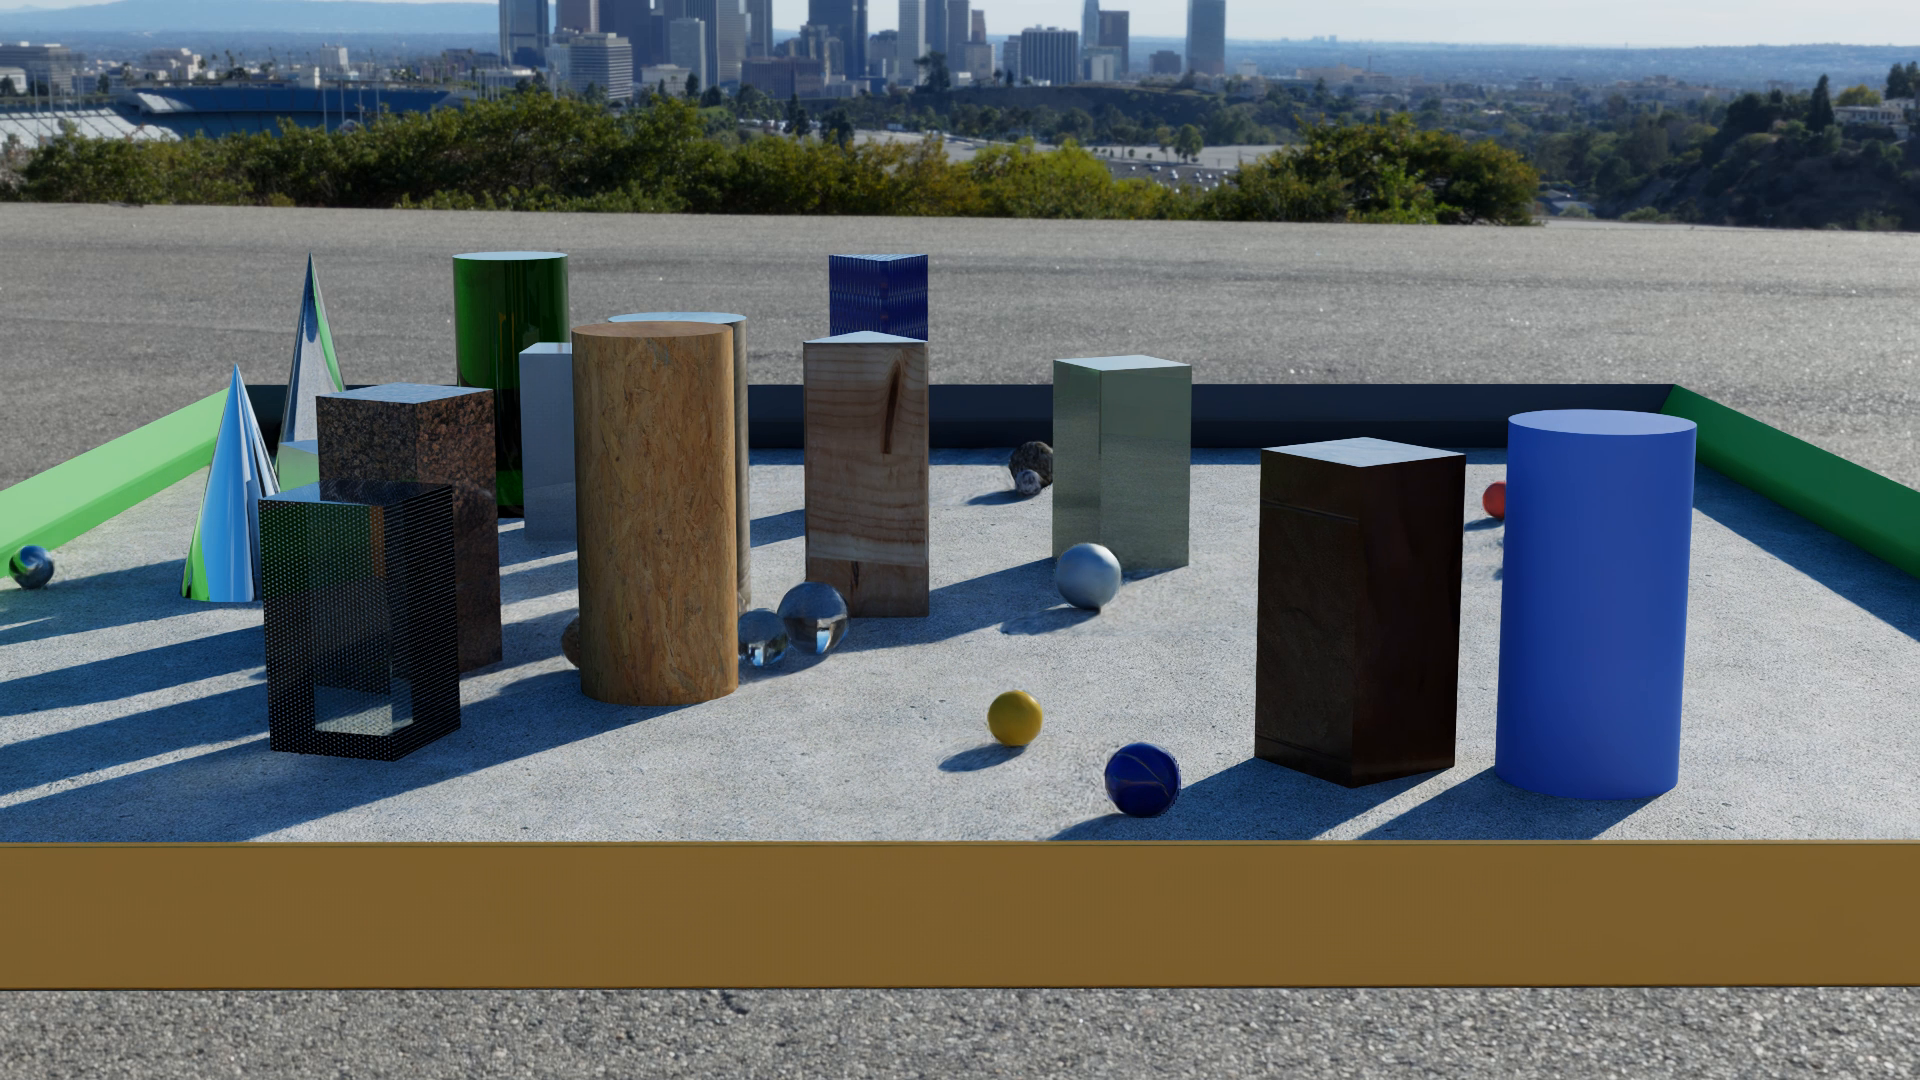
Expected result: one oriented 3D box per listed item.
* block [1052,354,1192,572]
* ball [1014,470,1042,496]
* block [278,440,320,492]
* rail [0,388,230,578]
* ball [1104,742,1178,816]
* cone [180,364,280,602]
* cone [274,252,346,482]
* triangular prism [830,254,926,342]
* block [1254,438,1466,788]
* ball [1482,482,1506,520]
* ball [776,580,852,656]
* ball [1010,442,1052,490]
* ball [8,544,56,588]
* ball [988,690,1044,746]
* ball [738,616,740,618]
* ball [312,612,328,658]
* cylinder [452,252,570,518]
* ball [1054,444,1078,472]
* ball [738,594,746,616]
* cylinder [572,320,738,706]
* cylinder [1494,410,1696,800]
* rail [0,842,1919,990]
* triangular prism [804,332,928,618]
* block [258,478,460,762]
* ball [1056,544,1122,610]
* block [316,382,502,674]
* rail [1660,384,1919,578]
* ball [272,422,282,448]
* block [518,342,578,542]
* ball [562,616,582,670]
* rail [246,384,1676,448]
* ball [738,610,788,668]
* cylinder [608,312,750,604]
[{"bbox_3d":[0.235,-0.113,3.753,0.148,0.294,0.148,-5,12,-25],"label":"block"},{"bbox_3d":[0.115,-0.096,4.336,0.046,0.046,0.046,0,11,0],"label":"ball"},{"bbox_3d":[-0.785,-0.008,3.349,0.148,0.235,0.148,-8,13,-37],"label":"block"},{"bbox_3d":[-1.343,0.032,3.442,0.045,0.120,2.895,0,11,0],"label":"rail"},{"bbox_3d":[0.177,0.233,2.501,0.073,0.073,0.073,0,11,0],"label":"ball"},{"bbox_3d":[-0.995,-0.089,3.555,0.185,0.319,0.185,0,11,0],"label":"cone"},{"bbox_3d":[-0.947,-0.201,3.781,0.185,0.456,0.185,0,11,0],"label":"cone"},{"bbox_3d":[-0.111,-0.261,4.220,0.138,0.412,0.160,-8,13,-35],"label":"triangular prism"},{"bbox_3d":[0.414,0.071,2.669,0.148,0.330,0.148,-7,13,-34],"label":"block"},{"bbox_3d":[0.871,-0.064,4.123,0.061,0.061,0.061,0,11,0],"label":"ball"},{"bbox_3d":[-0.181,0.096,3.179,0.092,0.092,0.092,0,11,0],"label":"ball"},{"bbox_3d":[0.127,-0.127,4.396,0.085,0.085,0.085,0,11,0],"label":"ball"},{"bbox_3d":[-1.295,0.037,3.579,0.061,0.061,0.061,0,11,0],"label":"ball"},{"bbox_3d":[0.060,0.192,2.758,0.060,0.060,0.060,0,11,0],"label":"ball"},{"bbox_3d":[-0.301,0.109,3.205,0.058,0.058,0.058,0,11,0],"label":"ball"},{"bbox_3d":[-0.764,0.117,3.152,0.063,0.063,0.063,0,11,0],"label":"ball"},{"bbox_3d":[-0.727,-0.256,4.186,0.185,0.415,0.185,0,11,0],"label":"cylinder"},{"bbox_3d":[0.187,-0.148,4.601,0.050,0.050,0.050,0,11,0],"label":"ball"},{"bbox_3d":[-0.305,0.092,3.278,0.065,0.065,0.065,0,11,0],"label":"ball"},{"bbox_3d":[-0.353,-0.035,2.982,0.185,0.423,0.185,0,11,0],"label":"cylinder"},{"bbox_3d":[0.646,0.062,2.616,0.185,0.368,0.185,0,11,0],"label":"cylinder"},{"bbox_3d":[0.008,0.293,2.050,2.734,0.120,0.045,0,11,0],"label":"rail"},{"bbox_3d":[-0.125,-0.090,3.434,0.160,0.366,0.138,0,11,-2],"label":"triangular prism"},{"bbox_3d":[-0.644,0.082,2.764,0.148,0.273,0.148,3,11,17],"label":"block"},{"bbox_3d":[0.172,0.049,3.445,0.089,0.089,0.089,0,11,0],"label":"ball"},{"bbox_3d":[-0.662,-0.011,3.094,0.148,0.335,0.148,5,12,27],"label":"block"},{"bbox_3d":[1.343,0.029,3.457,0.045,0.120,2.895,0,11,0],"label":"rail"},{"bbox_3d":[-1.254,-0.194,4.804,0.065,0.065,0.065,0,11,0],"label":"ball"},{"bbox_3d":[-0.593,-0.154,3.982,0.148,0.289,0.148,0,11,1],"label":"block"},{"bbox_3d":[-0.448,0.124,3.100,0.067,0.067,0.067,0,11,0],"label":"ball"},{"bbox_3d":[-0.008,-0.231,4.849,2.734,0.120,0.045,0,11,0],"label":"rail"},{"bbox_3d":[-0.243,0.119,3.117,0.070,0.070,0.070,0,11,0],"label":"ball"},{"bbox_3d":[-0.377,-0.106,3.463,0.185,0.386,0.185,0,11,0],"label":"cylinder"}]
